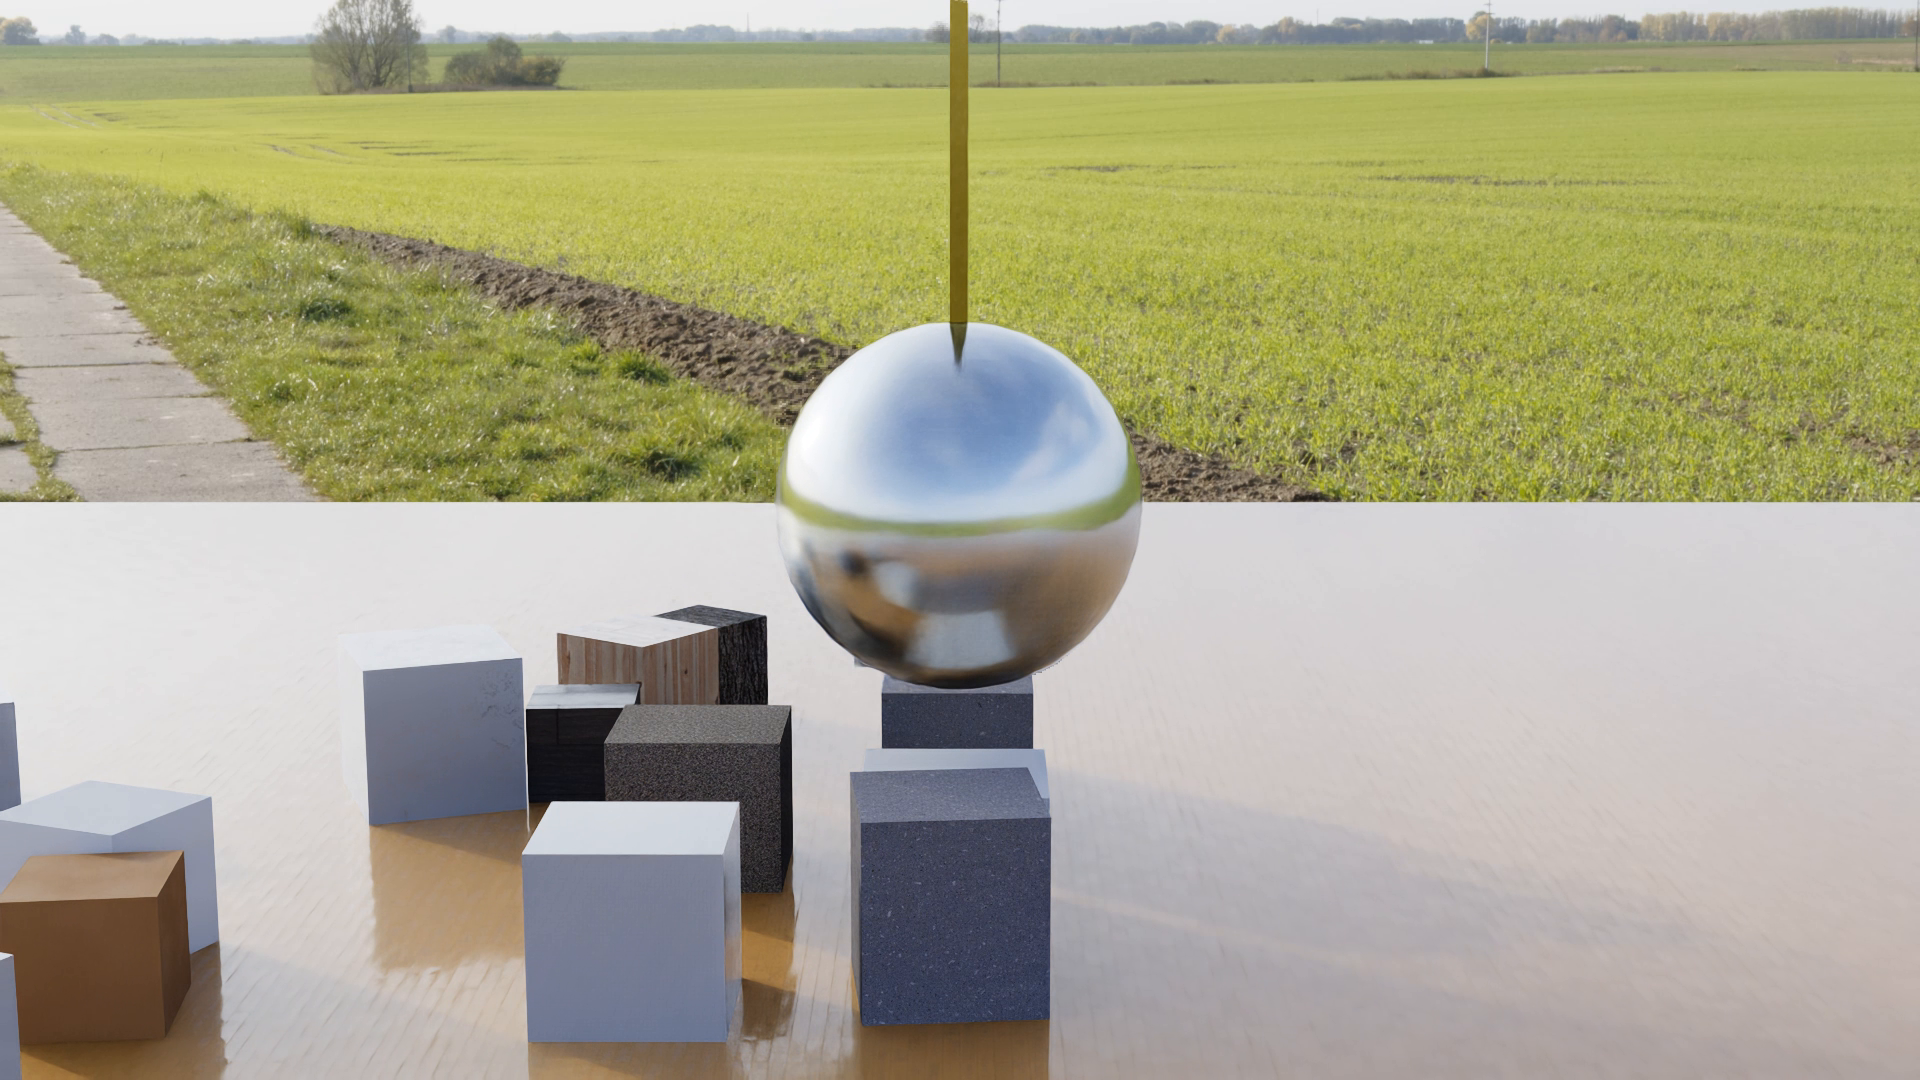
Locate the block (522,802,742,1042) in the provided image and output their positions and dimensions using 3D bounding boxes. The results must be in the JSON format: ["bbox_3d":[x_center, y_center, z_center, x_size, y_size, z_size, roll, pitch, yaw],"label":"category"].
[{"bbox_3d":[-1.222,1.430,9.695,0.729,0.717,0.682,0,10,0],"label":"block"}]

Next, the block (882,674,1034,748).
[{"bbox_3d":[-0.009,0.990,12.096,0.694,0.725,0.727,0,10,0],"label":"block"}]

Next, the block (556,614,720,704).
[{"bbox_3d":[-1.707,0.772,13.637,0.609,0.603,0.591,7,13,35],"label":"block"}]

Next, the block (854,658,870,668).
[{"bbox_3d":[-0.197,0.329,12.874,0.617,0.518,0.559,1,10,3],"label":"block"}]

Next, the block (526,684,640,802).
[{"bbox_3d":[-1.860,1.003,12.728,0.519,0.472,0.496,-1,10,-3],"label":"block"}]

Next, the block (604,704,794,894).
[{"bbox_3d":[-1.149,1.141,11.415,0.757,0.670,0.682,0,10,1],"label":"block"}]

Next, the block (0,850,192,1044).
[{"bbox_3d":[-3.251,1.525,9.659,0.573,0.544,0.574,-1,10,-7],"label":"block"}]

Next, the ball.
[{"bbox_3d":[-0.007,-0.150,11.153,1.600,1.600,1.600,0,10,0],"label":"ball"}]

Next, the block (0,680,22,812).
[{"bbox_3d":[-4.865,1.021,12.430,0.516,0.544,0.513,-5,11,-26],"label":"block"}]

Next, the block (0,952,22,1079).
[{"bbox_3d":[-3.575,1.702,8.613,0.591,0.570,0.516,5,11,25],"label":"block"}]

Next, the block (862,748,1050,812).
[{"bbox_3d":[-0.022,1.284,10.667,0.763,0.656,0.760,0,10,0],"label":"block"}]

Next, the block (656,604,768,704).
[{"bbox_3d":[-1.435,0.698,14.211,0.507,0.542,0.541,7,13,36],"label":"block"}]

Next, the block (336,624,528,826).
[{"bbox_3d":[-2.600,0.886,12.593,0.755,0.751,0.844,-4,11,-21],"label":"block"}]

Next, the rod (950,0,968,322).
[{"bbox_3d":[-0.003,-3.495,10.545,0.080,5.200,0.080,0,10,0],"label":"rod"}]

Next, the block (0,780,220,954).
[{"bbox_3d":[-3.444,1.369,10.325,0.629,0.612,0.592,4,11,22],"label":"block"}]

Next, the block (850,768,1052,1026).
[{"bbox_3d":[-0.048,1.359,9.891,0.706,0.787,0.705,-1,10,-6],"label":"block"}]
